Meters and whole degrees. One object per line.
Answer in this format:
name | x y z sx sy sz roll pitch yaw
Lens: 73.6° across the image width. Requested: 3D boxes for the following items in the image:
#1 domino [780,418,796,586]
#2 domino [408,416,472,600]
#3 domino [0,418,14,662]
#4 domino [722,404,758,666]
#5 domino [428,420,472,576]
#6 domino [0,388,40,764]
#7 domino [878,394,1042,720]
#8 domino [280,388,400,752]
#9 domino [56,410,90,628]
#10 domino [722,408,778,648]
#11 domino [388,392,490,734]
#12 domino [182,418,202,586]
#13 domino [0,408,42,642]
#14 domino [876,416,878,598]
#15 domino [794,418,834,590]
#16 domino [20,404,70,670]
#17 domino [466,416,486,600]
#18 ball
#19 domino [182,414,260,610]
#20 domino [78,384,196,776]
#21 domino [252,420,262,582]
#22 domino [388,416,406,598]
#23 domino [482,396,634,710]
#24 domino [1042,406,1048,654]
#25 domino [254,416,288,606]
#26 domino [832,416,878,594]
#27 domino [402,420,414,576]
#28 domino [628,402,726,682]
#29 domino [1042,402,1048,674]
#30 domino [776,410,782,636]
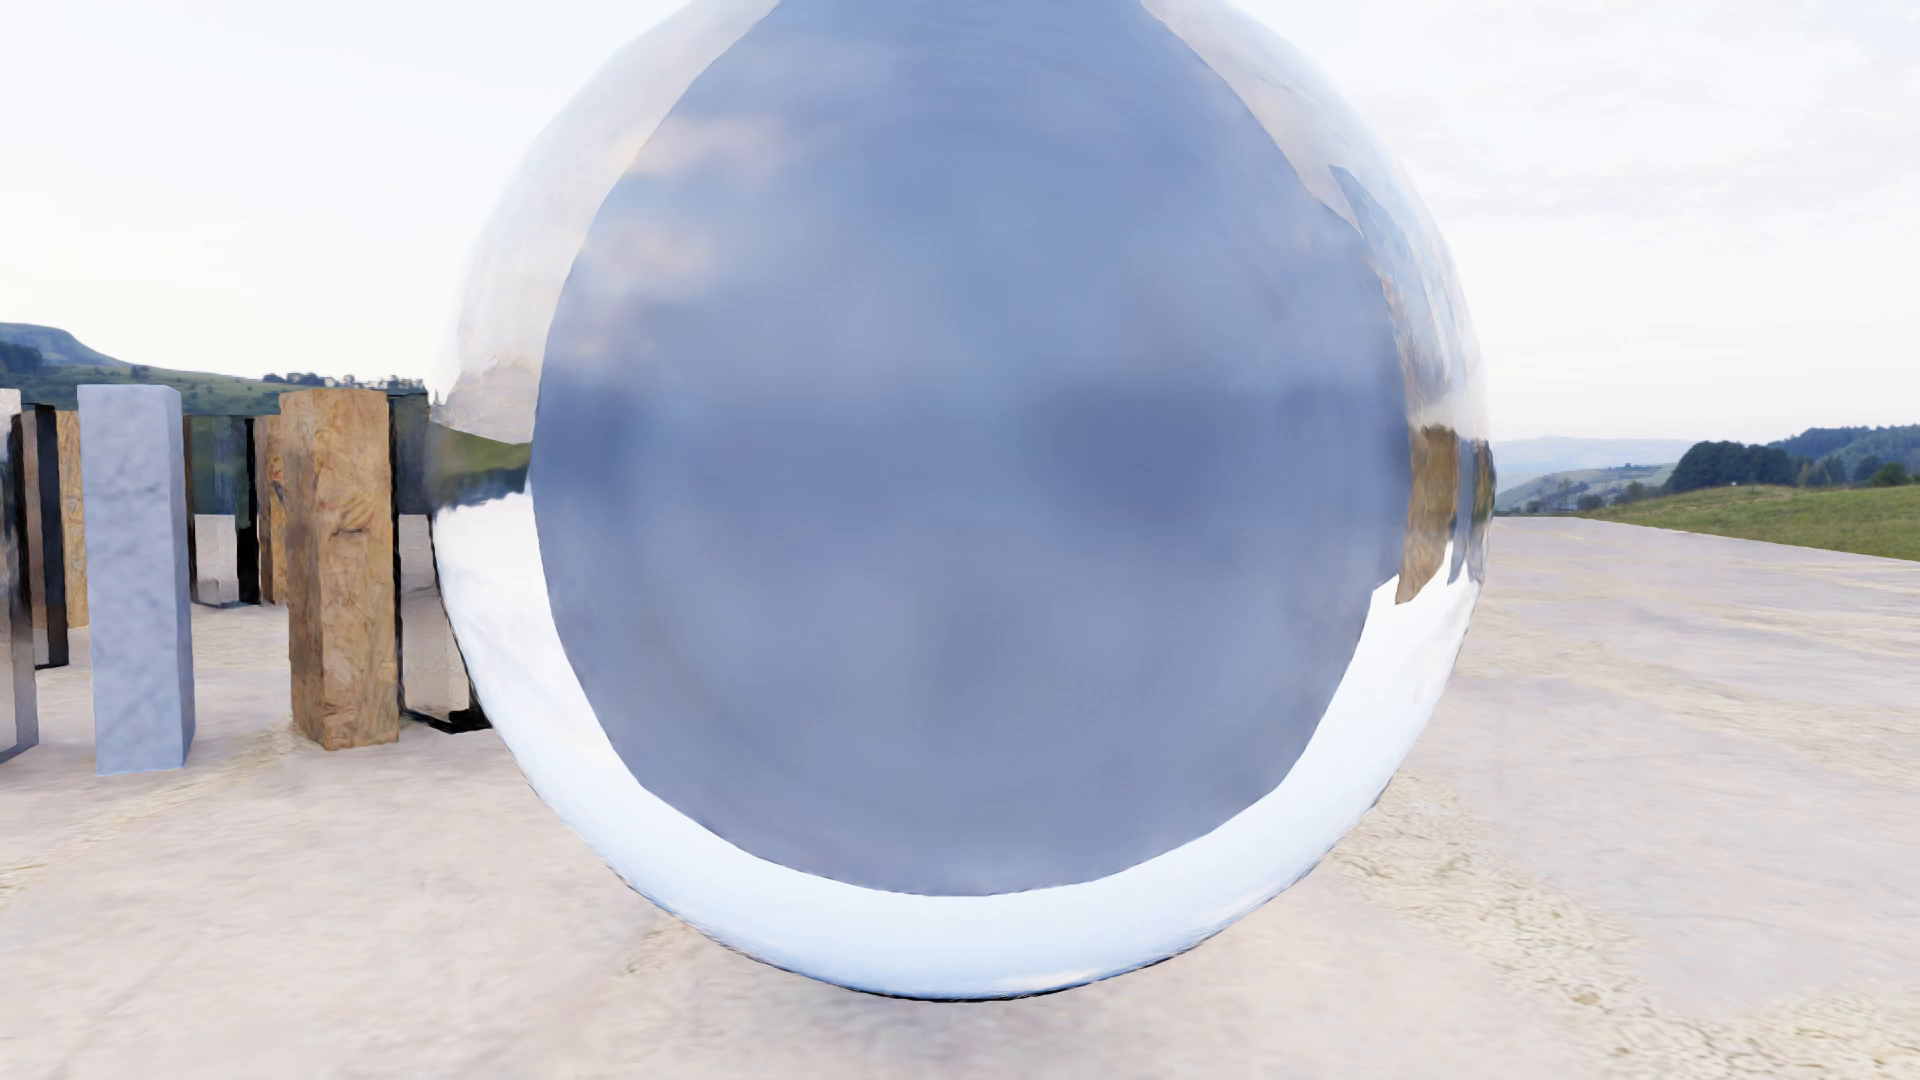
domino | -0.049 -0.012 0.395 0.009 0.050 0.025 3 5 37
domino | -0.146 -0.010 0.362 0.009 0.050 0.025 0 4 -4
domino | -0.197 -0.001 0.244 0.010 0.050 0.025 3 5 35
domino | -0.053 -0.001 0.252 0.025 0.050 0.010 1 4 9
domino | -0.167 -0.014 0.424 0.010 0.050 0.025 -1 4 -11
domino | -0.132 0.005 0.168 0.009 0.050 0.025 -1 4 -17
domino | 0.000 0.002 0.201 0.025 0.050 0.010 0 4 0
domino | -0.092 0.003 0.189 0.009 0.050 0.025 -3 5 -37
domino | -0.217 -0.005 0.301 0.025 0.050 0.010 1 4 9
domino | -0.052 -0.003 0.270 0.025 0.050 0.009 0 4 1
domino | -0.080 0.003 0.198 0.009 0.050 0.025 -4 6 -44
domino | -0.240 -0.012 0.388 0.025 0.050 0.009 4 6 44
domino | -0.216 -0.003 0.277 0.025 0.050 0.010 -1 4 -13
domino | -0.010 -0.009 0.355 0.025 0.050 0.010 -3 5 -34
domino | -0.037 -0.011 0.385 0.009 0.050 0.025 4 6 42
domino | -0.180 0.000 0.235 0.009 0.050 0.025 2 5 20
domino | -0.128 -0.010 0.361 0.009 0.050 0.025 0 4 6
ball | 0.000 -0.005 0.103 0.080 0.080 0.080 0 4 0
domino | -0.196 -0.008 0.340 0.025 0.050 0.009 4 6 43
domino | -0.112 0.004 0.176 0.010 0.050 0.025 -2 5 -27
domino | -0.222 -0.013 0.403 0.009 0.050 0.025 -3 5 -32
domino | -0.163 -0.009 0.359 0.009 0.050 0.025 -1 4 -14
domino | -0.067 0.002 0.214 0.025 0.050 0.009 3 5 33
domino | 0.006 -0.002 0.264 0.025 0.050 0.009 0 4 4
domino | -0.184 -0.009 0.350 0.009 0.050 0.025 -3 5 -35
domino | -0.024 -0.010 0.372 0.025 0.050 0.010 -4 6 -42
domino | -0.186 -0.014 0.419 0.009 0.050 0.025 -1 4 -17
domino | -0.057 0.000 0.236 0.025 0.050 0.009 1 4 17
domino | 0.004 -0.001 0.241 0.025 0.050 0.009 0 4 6
domino | -0.053 -0.004 0.286 0.025 0.050 0.009 -1 4 -7
